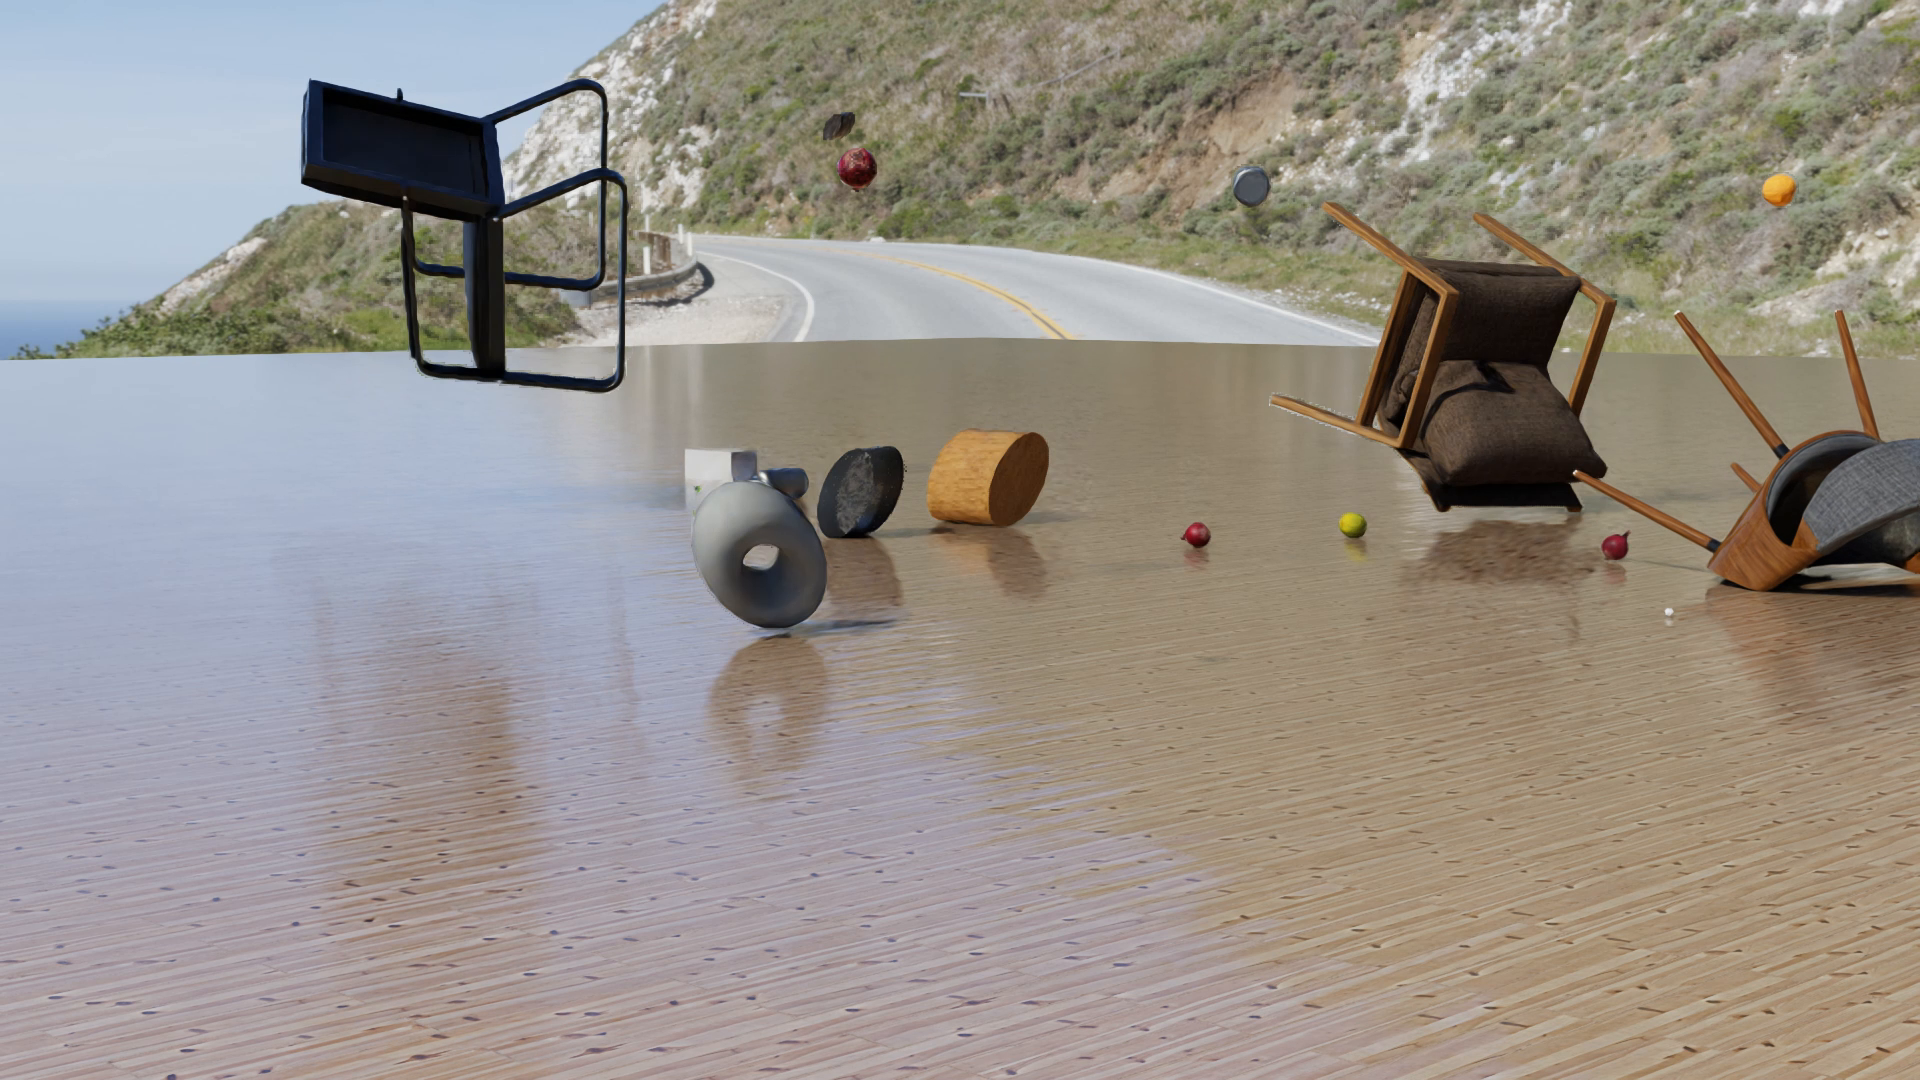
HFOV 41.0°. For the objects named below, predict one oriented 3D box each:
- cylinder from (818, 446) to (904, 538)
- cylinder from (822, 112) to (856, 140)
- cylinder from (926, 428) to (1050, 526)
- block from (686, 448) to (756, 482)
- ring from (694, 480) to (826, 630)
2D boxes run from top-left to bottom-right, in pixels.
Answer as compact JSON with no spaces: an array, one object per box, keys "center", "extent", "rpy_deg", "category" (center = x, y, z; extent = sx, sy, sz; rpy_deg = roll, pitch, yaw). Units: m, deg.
[{"center":[-0.250,-0.122,6.478],"extent":[0.137,0.248,0.148],"rpy_deg":[33,20,23],"category":"cylinder"},{"center":[-0.272,-0.931,5.774],"extent":[0.036,0.069,0.070],"rpy_deg":[39,25,9],"category":"cylinder"},{"center":[0.074,-0.168,6.849],"extent":[0.237,0.283,0.175],"rpy_deg":[6,-32,46],"category":"cylinder"},{"center":[-0.776,-0.245,8.316],"extent":[0.207,0.096,0.114],"rpy_deg":[5,7,38],"category":"block"},{"center":[-0.364,0.029,4.680],"extent":[0.220,0.356,0.132],"rpy_deg":[-31,48,-1],"category":"ring"}]
